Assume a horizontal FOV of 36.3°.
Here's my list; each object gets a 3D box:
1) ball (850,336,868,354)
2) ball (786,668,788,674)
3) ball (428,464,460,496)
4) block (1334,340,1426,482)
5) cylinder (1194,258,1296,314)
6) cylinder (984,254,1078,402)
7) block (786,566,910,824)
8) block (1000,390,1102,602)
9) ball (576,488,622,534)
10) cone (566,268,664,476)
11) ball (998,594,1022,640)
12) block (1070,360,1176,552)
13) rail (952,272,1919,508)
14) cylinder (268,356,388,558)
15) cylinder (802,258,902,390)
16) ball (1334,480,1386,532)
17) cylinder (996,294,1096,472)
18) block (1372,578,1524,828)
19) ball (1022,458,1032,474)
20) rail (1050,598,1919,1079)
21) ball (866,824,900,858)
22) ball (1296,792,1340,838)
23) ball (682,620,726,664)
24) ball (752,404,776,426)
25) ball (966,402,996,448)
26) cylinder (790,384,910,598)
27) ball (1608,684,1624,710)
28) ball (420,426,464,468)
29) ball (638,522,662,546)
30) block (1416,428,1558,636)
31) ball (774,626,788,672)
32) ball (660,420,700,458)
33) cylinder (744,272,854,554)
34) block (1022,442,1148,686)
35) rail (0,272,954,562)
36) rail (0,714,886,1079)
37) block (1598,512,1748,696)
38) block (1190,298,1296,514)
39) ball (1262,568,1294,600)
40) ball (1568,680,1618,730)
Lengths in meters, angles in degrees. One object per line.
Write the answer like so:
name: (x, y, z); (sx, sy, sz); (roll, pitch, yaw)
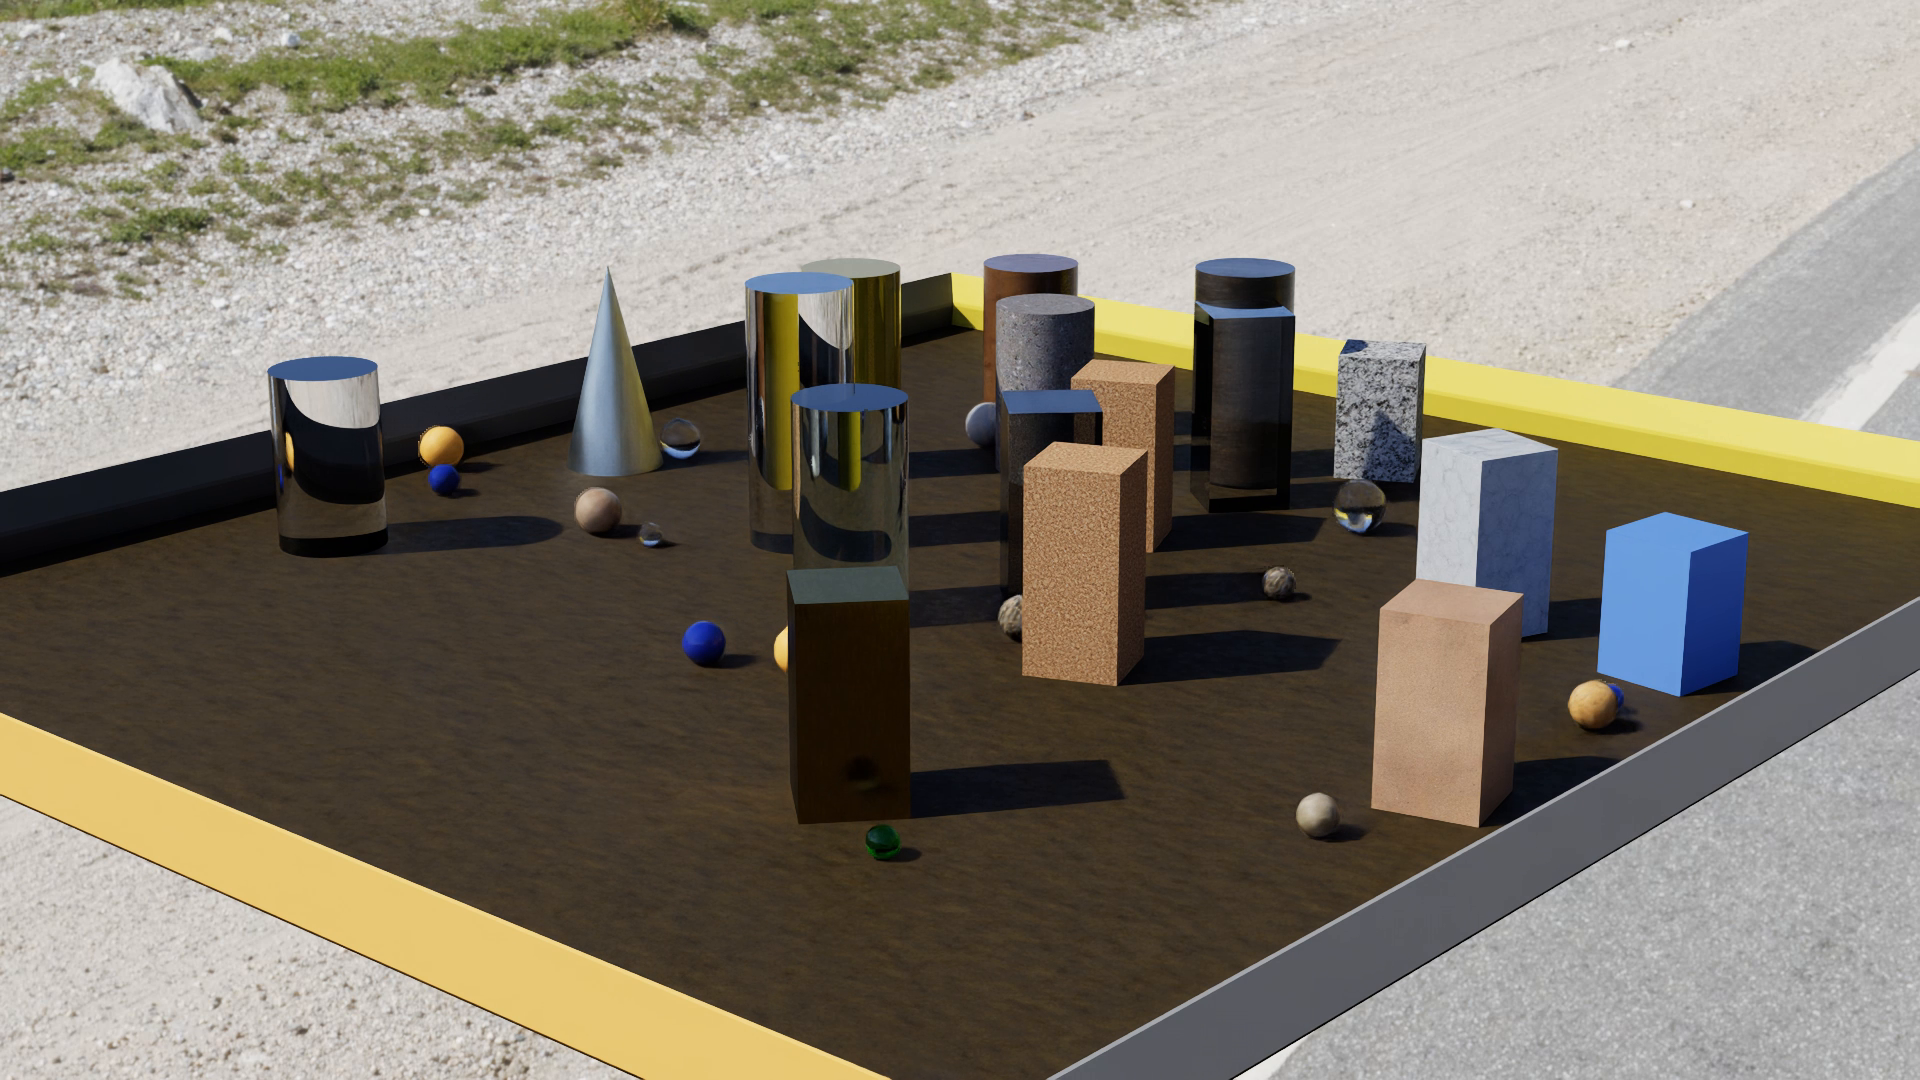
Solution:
ball: (-0.236, -0.461, 6.908); (0.043, 0.043, 0.043); (0, 17, 0)
ball: (-0.244, 0.208, 4.654); (0.063, 0.063, 0.063); (0, 17, 0)
ball: (-1.010, -0.119, 5.741); (0.061, 0.061, 0.061); (0, 17, 0)
block: (0.844, -0.261, 5.887); (0.159, 0.249, 0.159); (4, 17, 13)
cylinder: (0.566, -0.343, 5.877); (0.198, 0.413, 0.198); (0, 17, 0)
cylinder: (0.148, -0.403, 6.159); (0.198, 0.364, 0.198); (0, 17, 0)
block: (-0.159, 0.219, 4.163); (0.159, 0.326, 0.159); (-2, 17, -7)
block: (0.156, -0.066, 5.053); (0.159, 0.357, 0.159); (-1, 17, -4)
ball: (-0.676, -0.054, 5.484); (0.087, 0.087, 0.087); (0, 17, 0)
cone: (-0.703, -0.353, 5.913); (0.198, 0.412, 0.198); (0, 17, 0)
ball: (0.102, 0.129, 4.896); (0.075, 0.075, 0.075); (0, 17, 0)
block: (0.300, -0.157, 5.425); (0.159, 0.317, 0.159); (5, 17, 16)
rail: (1.050, -0.317, 6.277); (2.877, 0.129, 0.045); (14, 22, 39)
cylinder: (-1.161, -0.154, 5.391); (0.198, 0.331, 0.198); (0, 17, 0)
cylinder: (-0.216, -0.341, 5.870); (0.198, 0.413, 0.198); (0, 17, 0)
ball: (0.749, -0.063, 5.492); (0.099, 0.099, 0.099); (0, 17, 0)
cylinder: (0.171, -0.310, 5.901); (0.198, 0.336, 0.198); (0, 17, 0)
block: (0.694, 0.229, 4.173); (0.159, 0.299, 0.159); (8, 19, 26)
ball: (0.149, -0.138, 5.823); (0.051, 0.051, 0.051); (0, 17, 0)
rail: (1.068, 0.300, 4.232); (0.045, 0.129, 3.250); (14, 22, 39)
ball: (-0.106, 0.412, 4.005); (0.048, 0.048, 0.048); (0, 17, 0)
ball: (0.498, 0.383, 4.078); (0.061, 0.061, 0.061); (0, 17, 0)
ball: (-0.417, 0.167, 4.777); (0.071, 0.071, 0.071); (0, 17, 0)
ball: (-0.417, -0.266, 6.249); (0.051, 0.051, 0.051); (0, 17, 0)
ball: (0.059, -0.239, 6.083); (0.094, 0.094, 0.094); (0, 17, 0)
cylinder: (-0.186, -0.057, 4.979); (0.198, 0.382, 0.198); (0, 17, 0)
ball: (1.009, 0.246, 4.557); (0.046, 0.046, 0.046); (0, 17, 0)
ball: (-1.045, -0.186, 5.917); (0.088, 0.088, 0.088); (0, 17, 0)
ball: (-0.573, -0.010, 5.413); (0.043, 0.043, 0.043); (0, 17, 0)
block: (0.882, -0.007, 4.922); (0.159, 0.319, 0.159); (-9, 19, -27)
ball: (-0.257, 0.177, 4.720); (0.085, 0.085, 0.085); (0, 17, 0)
ball: (-0.572, -0.206, 5.998); (0.081, 0.081, 0.081); (0, 17, 0)
cylinder: (-0.292, -0.234, 5.390); (0.198, 0.485, 0.198); (0, 17, 0)
block: (0.202, 0.036, 4.726); (0.159, 0.350, 0.159); (6, 18, 18)
rail: (-1.068, -0.235, 6.008); (0.045, 0.129, 3.250); (14, 22, 39)
rail: (-1.050, 0.381, 3.962); (2.877, 0.129, 0.045); (14, 22, 39)
block: (1.143, 0.101, 4.704); (0.159, 0.239, 0.159); (-15, 22, -40)
block: (0.543, -0.260, 5.655); (0.159, 0.381, 0.159); (-3, 17, -9)
ball: (0.553, 0.075, 5.107); (0.056, 0.056, 0.056); (0, 17, 0)
ball: (0.969, 0.253, 4.485); (0.075, 0.075, 0.075); (0, 17, 0)
